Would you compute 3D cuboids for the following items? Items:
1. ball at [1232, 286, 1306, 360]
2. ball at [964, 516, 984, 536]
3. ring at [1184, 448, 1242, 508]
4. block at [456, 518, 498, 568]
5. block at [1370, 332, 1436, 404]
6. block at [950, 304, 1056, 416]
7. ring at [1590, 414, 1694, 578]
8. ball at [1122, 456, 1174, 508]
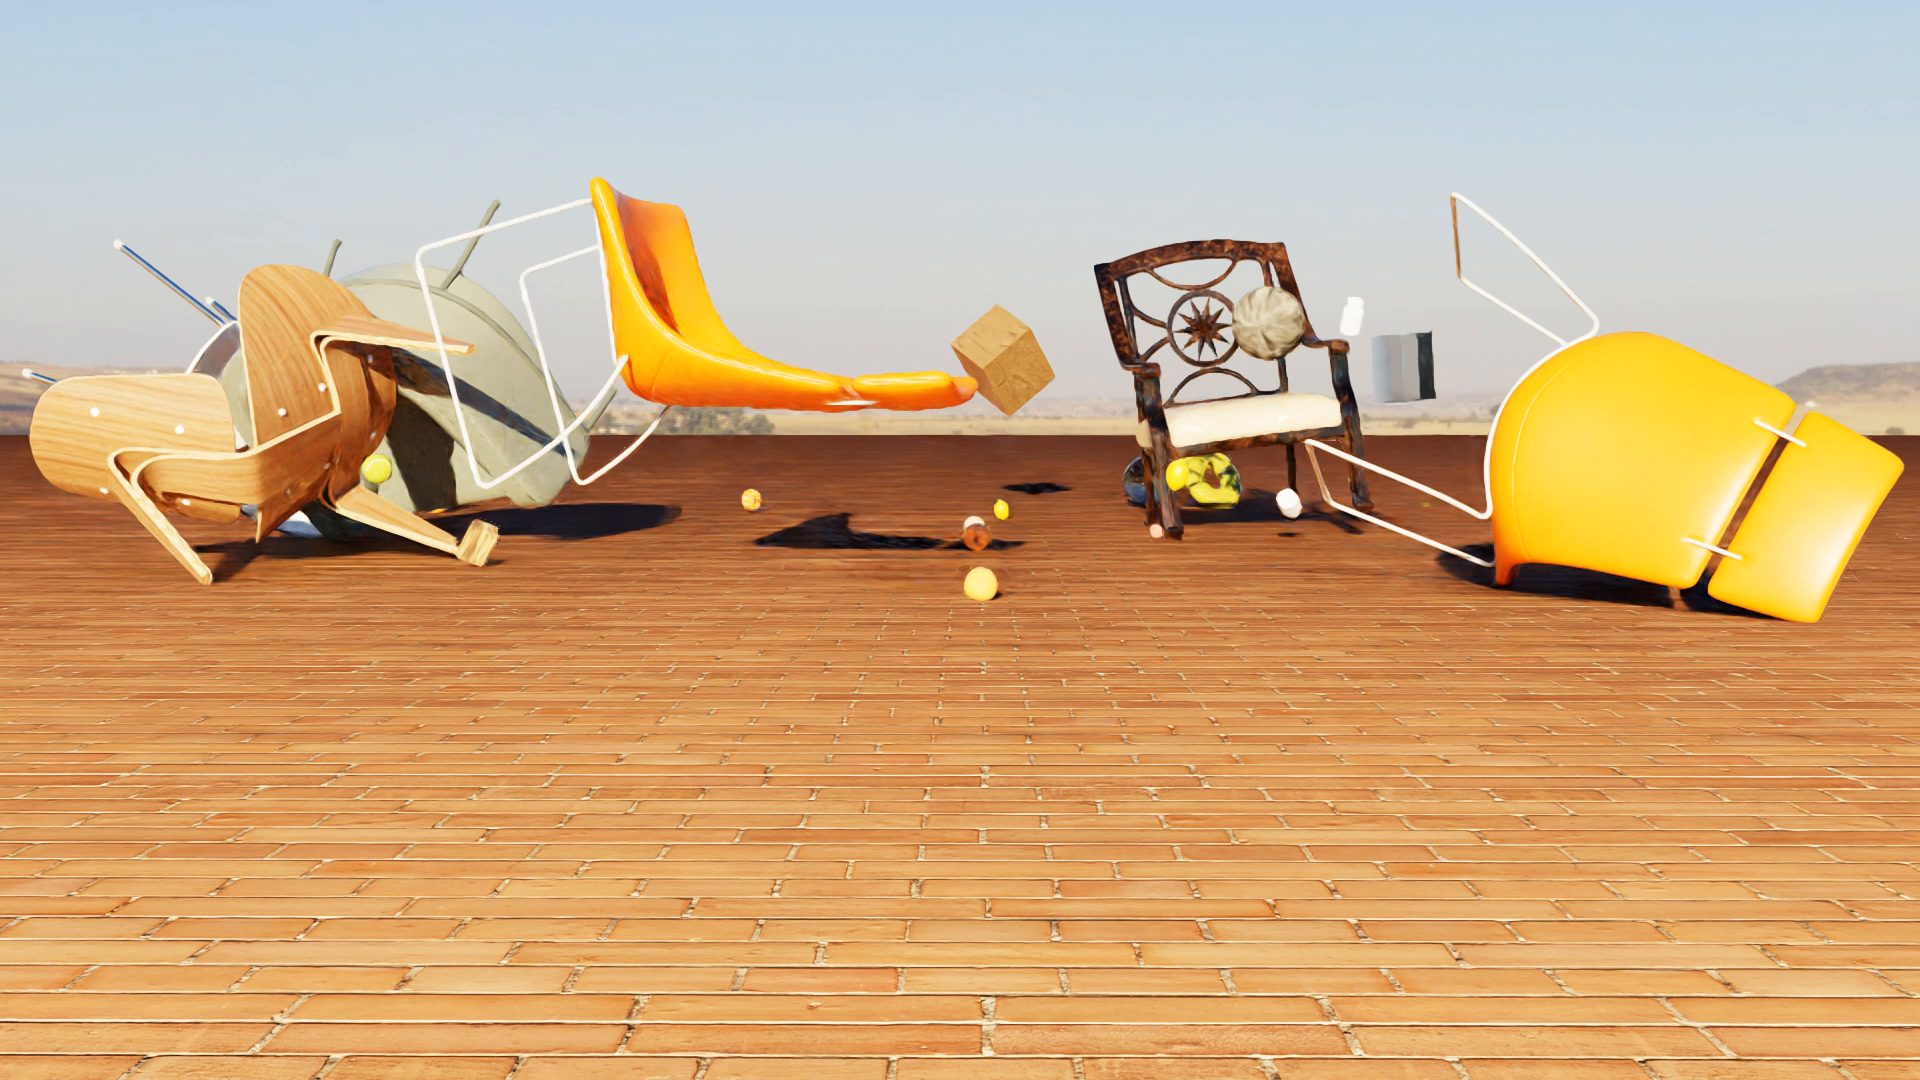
[{"bbox_3d":[0.943,-0.663,6.726,0.226,0.226,0.226,0,4,0],"label":"ball"},{"bbox_3d":[0.044,-0.042,6.684,0.064,0.064,0.064,0,4,0],"label":"ball"},{"bbox_3d":[0.953,-0.229,8.313,0.257,0.272,0.063,8,-30,-29],"label":"ring"},{"bbox_3d":[-1.207,0.006,5.505,0.066,0.102,0.038,24,22,-23],"label":"block"},{"bbox_3d":[1.254,-0.489,6.227,0.136,0.189,0.109,-9,7,-39],"label":"block"},{"bbox_3d":[0.163,-0.677,8.286,0.238,0.284,0.220,-41,47,-8],"label":"block"},{"bbox_3d":[1.542,-0.098,4.978,0.157,0.387,0.218,-1,20,-24],"label":"ring"},{"bbox_3d":[0.716,-0.222,8.345,0.197,0.197,0.197,0,4,0],"label":"ball"}]
